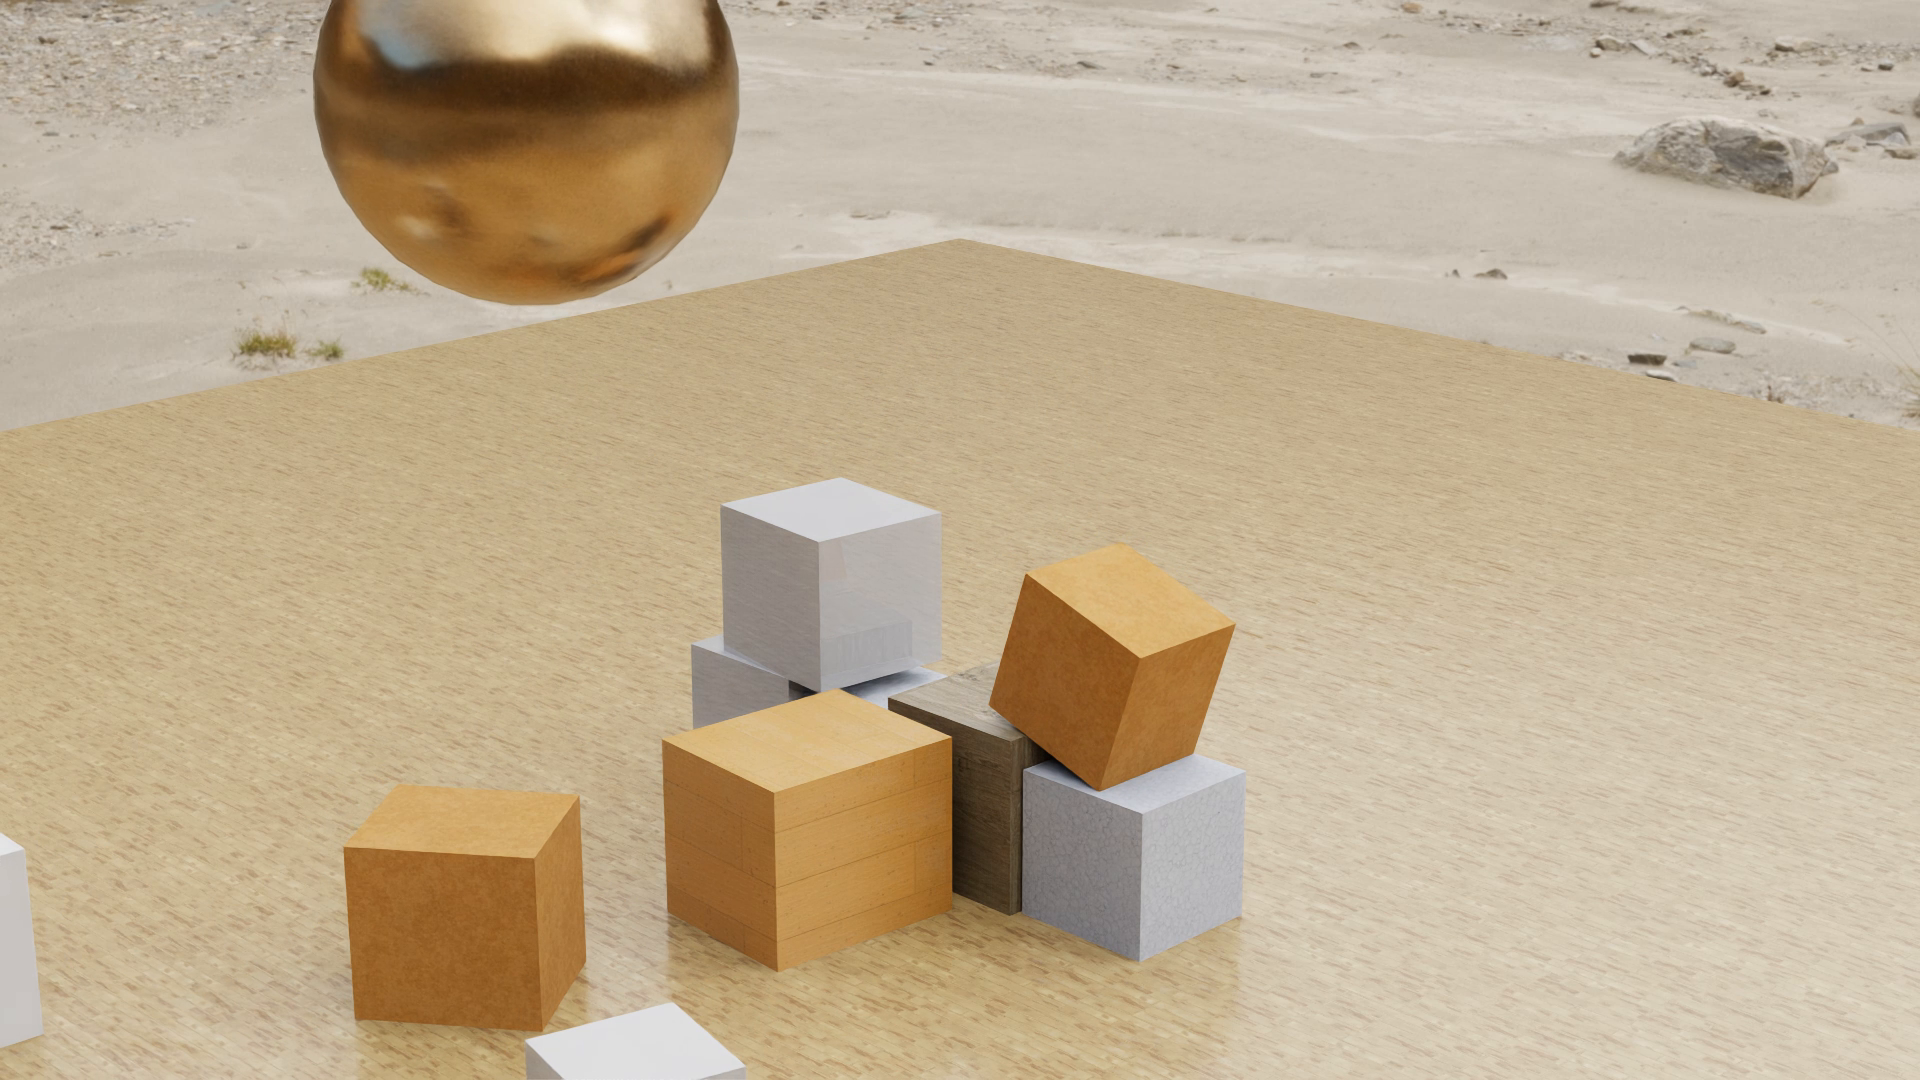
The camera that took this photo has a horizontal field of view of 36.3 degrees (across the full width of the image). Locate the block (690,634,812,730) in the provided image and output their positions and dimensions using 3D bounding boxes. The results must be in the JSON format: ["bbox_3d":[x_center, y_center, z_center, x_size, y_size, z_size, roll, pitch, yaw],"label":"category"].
[{"bbox_3d":[-0.773,0.848,14.408,0.806,0.743,0.712,-17,24,-42],"label":"block"}]

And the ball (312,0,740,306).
[{"bbox_3d":[-1.633,-1.688,11.100,1.600,1.600,1.600,0,17,0],"label":"ball"}]

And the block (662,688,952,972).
[{"bbox_3d":[-0.670,1.260,12.959,0.978,0.825,0.811,-14,23,-38],"label":"block"}]

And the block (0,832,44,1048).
[{"bbox_3d":[-4.322,1.606,11.869,0.807,0.818,0.869,-15,23,-40],"label":"block"}]

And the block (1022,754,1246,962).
[{"bbox_3d":[0.765,1.337,12.944,0.682,0.687,0.700,-17,24,-42],"label":"block"}]

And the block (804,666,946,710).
[{"bbox_3d":[-0.272,1.038,13.961,0.664,0.649,0.653,17,24,42],"label":"block"}]

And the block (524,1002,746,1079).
[{"bbox_3d":[-1.167,2.123,10.597,0.594,0.595,0.594,-10,20,-30],"label":"block"}]

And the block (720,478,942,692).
[{"bbox_3d":[-0.615,0.202,13.994,0.724,0.738,0.779,-14,22,-37],"label":"block"}]

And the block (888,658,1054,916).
[{"bbox_3d":[0.215,1.112,13.422,0.757,0.831,0.779,-17,24,-42],"label":"block"}]

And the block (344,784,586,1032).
[{"bbox_3d":[-2.048,1.523,12.217,0.797,0.768,0.671,3,18,8],"label":"block"}]

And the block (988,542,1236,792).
[{"bbox_3d":[0.660,0.546,12.827,0.624,0.705,0.700,-17,43,-43],"label":"block"}]
